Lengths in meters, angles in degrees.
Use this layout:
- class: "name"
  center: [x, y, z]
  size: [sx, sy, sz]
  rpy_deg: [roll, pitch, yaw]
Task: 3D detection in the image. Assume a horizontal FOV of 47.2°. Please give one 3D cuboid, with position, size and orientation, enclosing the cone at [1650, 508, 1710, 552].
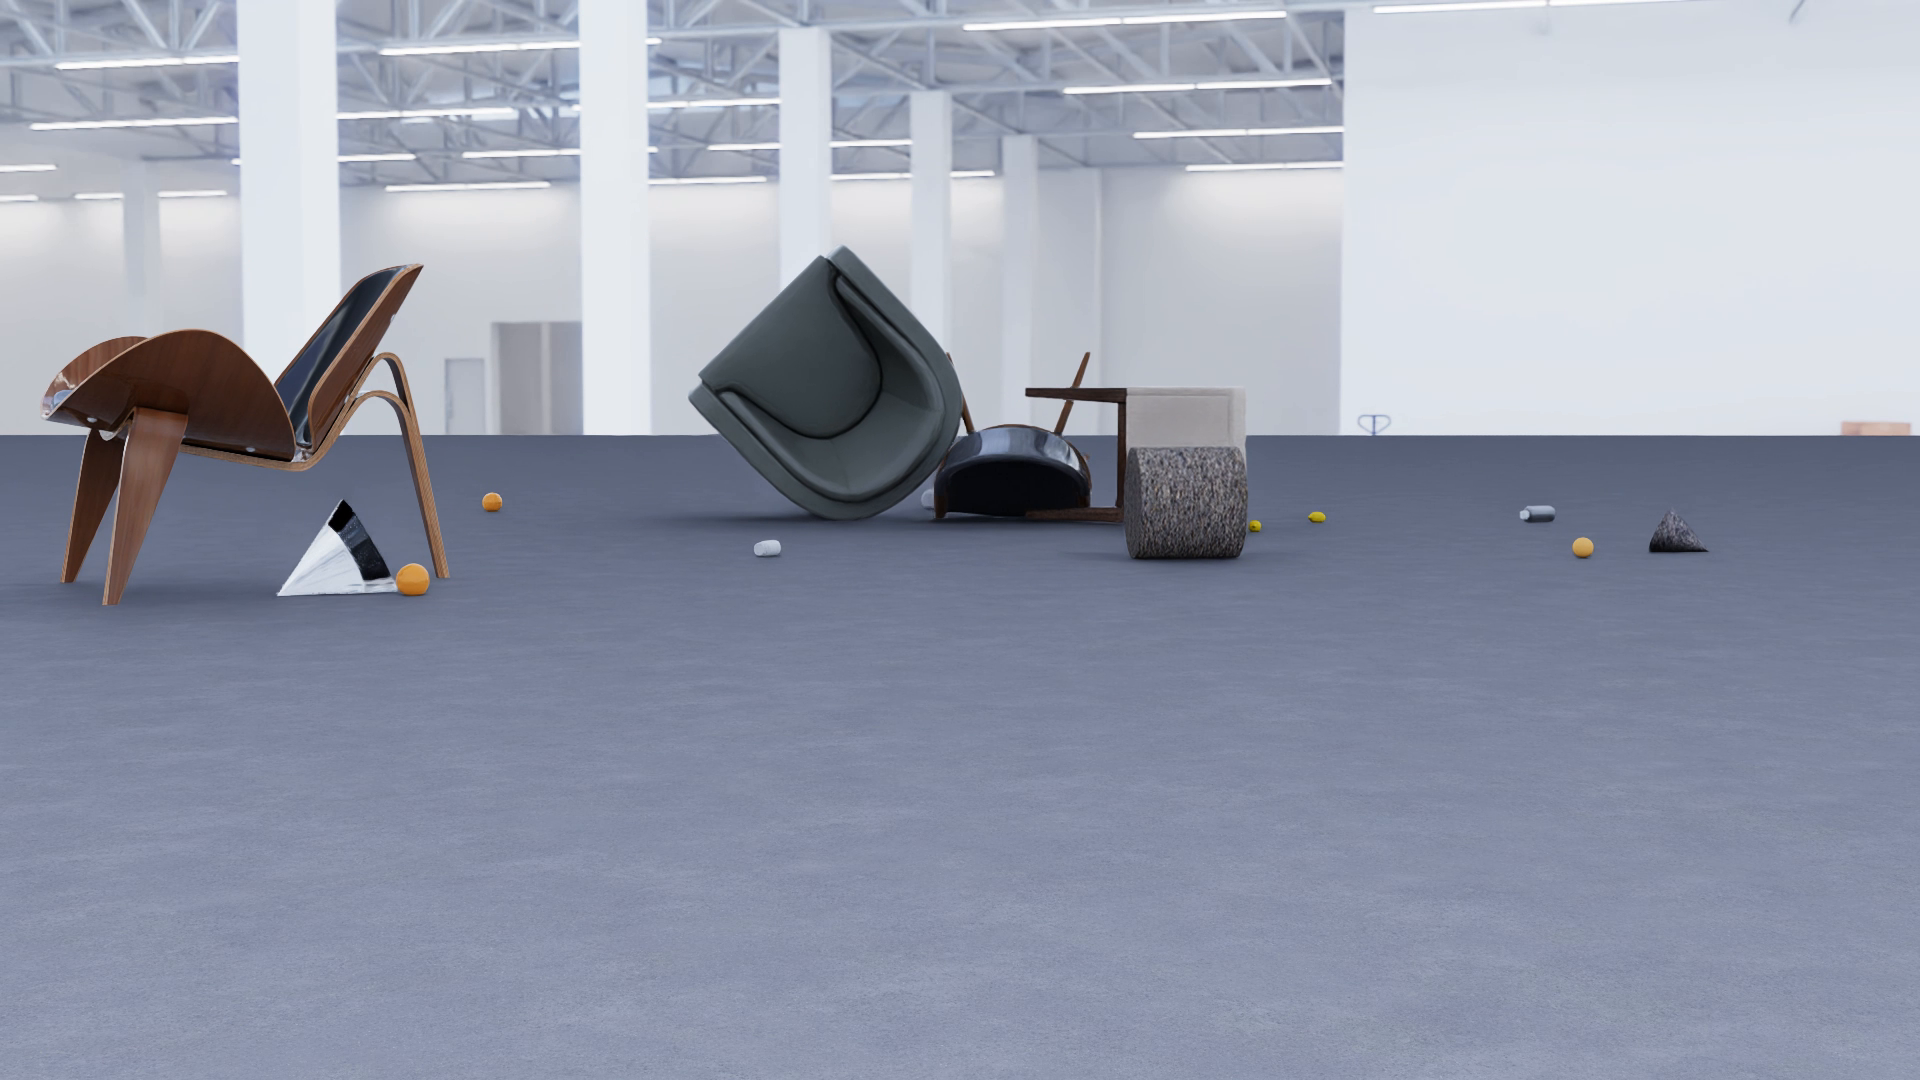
- class: "cone"
  center: [2.015, 0.000, 6.107]
  size: [0.145, 0.130, 0.260]
  rpy_deg: [28, 14, 20]

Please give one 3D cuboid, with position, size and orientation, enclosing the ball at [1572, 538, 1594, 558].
- class: "ball"
  center: [1.658, 0.020, 5.851]
  size: [0.055, 0.055, 0.055]
  rpy_deg: [0, 4, 0]

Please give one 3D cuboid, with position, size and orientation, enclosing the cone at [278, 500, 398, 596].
- class: "cone"
  center: [-1.393, 0.067, 4.812]
  size: [0.223, 0.230, 0.248]
  rpy_deg: [-31, 45, -18]

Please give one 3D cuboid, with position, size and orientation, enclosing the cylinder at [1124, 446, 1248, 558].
- class: "cylinder"
  center: [0.597, -0.101, 5.850]
  size: [0.278, 0.297, 0.296]
  rpy_deg: [0, -23, -5]
